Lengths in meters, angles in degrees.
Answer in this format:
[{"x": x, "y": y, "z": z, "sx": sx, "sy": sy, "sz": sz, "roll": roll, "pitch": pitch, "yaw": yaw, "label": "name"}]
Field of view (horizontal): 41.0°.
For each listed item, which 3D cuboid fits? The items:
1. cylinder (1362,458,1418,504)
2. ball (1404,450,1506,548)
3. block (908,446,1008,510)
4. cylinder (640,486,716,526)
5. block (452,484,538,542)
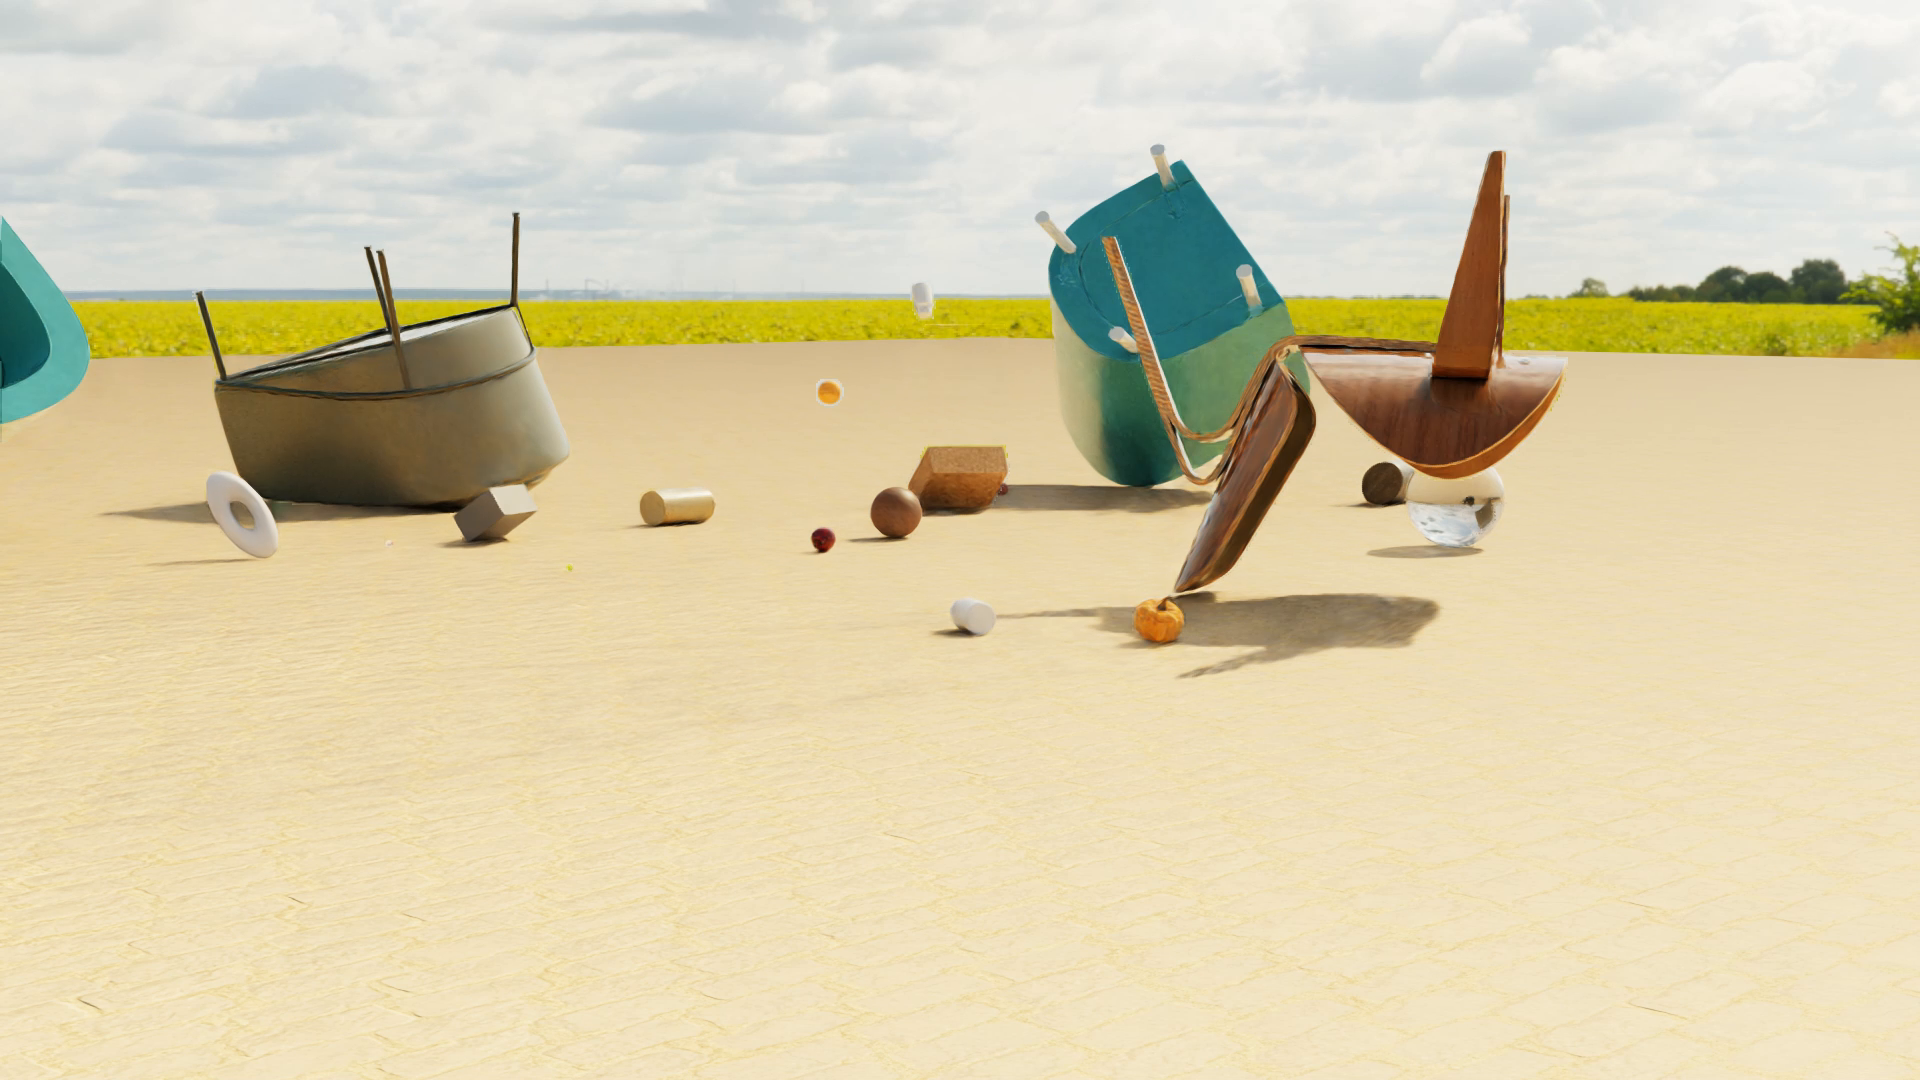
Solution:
[{"x": 1.256, "y": -0.170, "z": 7.456, "sx": 0.137, "sy": 0.114, "sz": 0.152, "roll": -45, "pitch": -19, "yaw": 28, "label": "cylinder"}, {"x": 1.200, "y": -0.100, "z": 6.219, "sx": 0.239, "sy": 0.239, "sz": 0.239, "roll": 0, "pitch": 6, "yaw": 0, "label": "ball"}, {"x": -0.008, "y": -0.170, "z": 7.233, "sx": 0.220, "sy": 0.084, "sz": 0.229, "roll": -1, "pitch": -28, "yaw": -18, "label": "block"}, {"x": -0.752, "y": -0.090, "z": 6.831, "sx": 0.104, "sy": 0.093, "sz": 0.175, "roll": -1, "pitch": 4, "yaw": 43, "label": "cylinder"}, {"x": -1.156, "y": -0.067, "z": 6.388, "sx": 0.131, "sy": 0.078, "sz": 0.154, "roll": -34, "pitch": -8, "yaw": 23, "label": "block"}]
